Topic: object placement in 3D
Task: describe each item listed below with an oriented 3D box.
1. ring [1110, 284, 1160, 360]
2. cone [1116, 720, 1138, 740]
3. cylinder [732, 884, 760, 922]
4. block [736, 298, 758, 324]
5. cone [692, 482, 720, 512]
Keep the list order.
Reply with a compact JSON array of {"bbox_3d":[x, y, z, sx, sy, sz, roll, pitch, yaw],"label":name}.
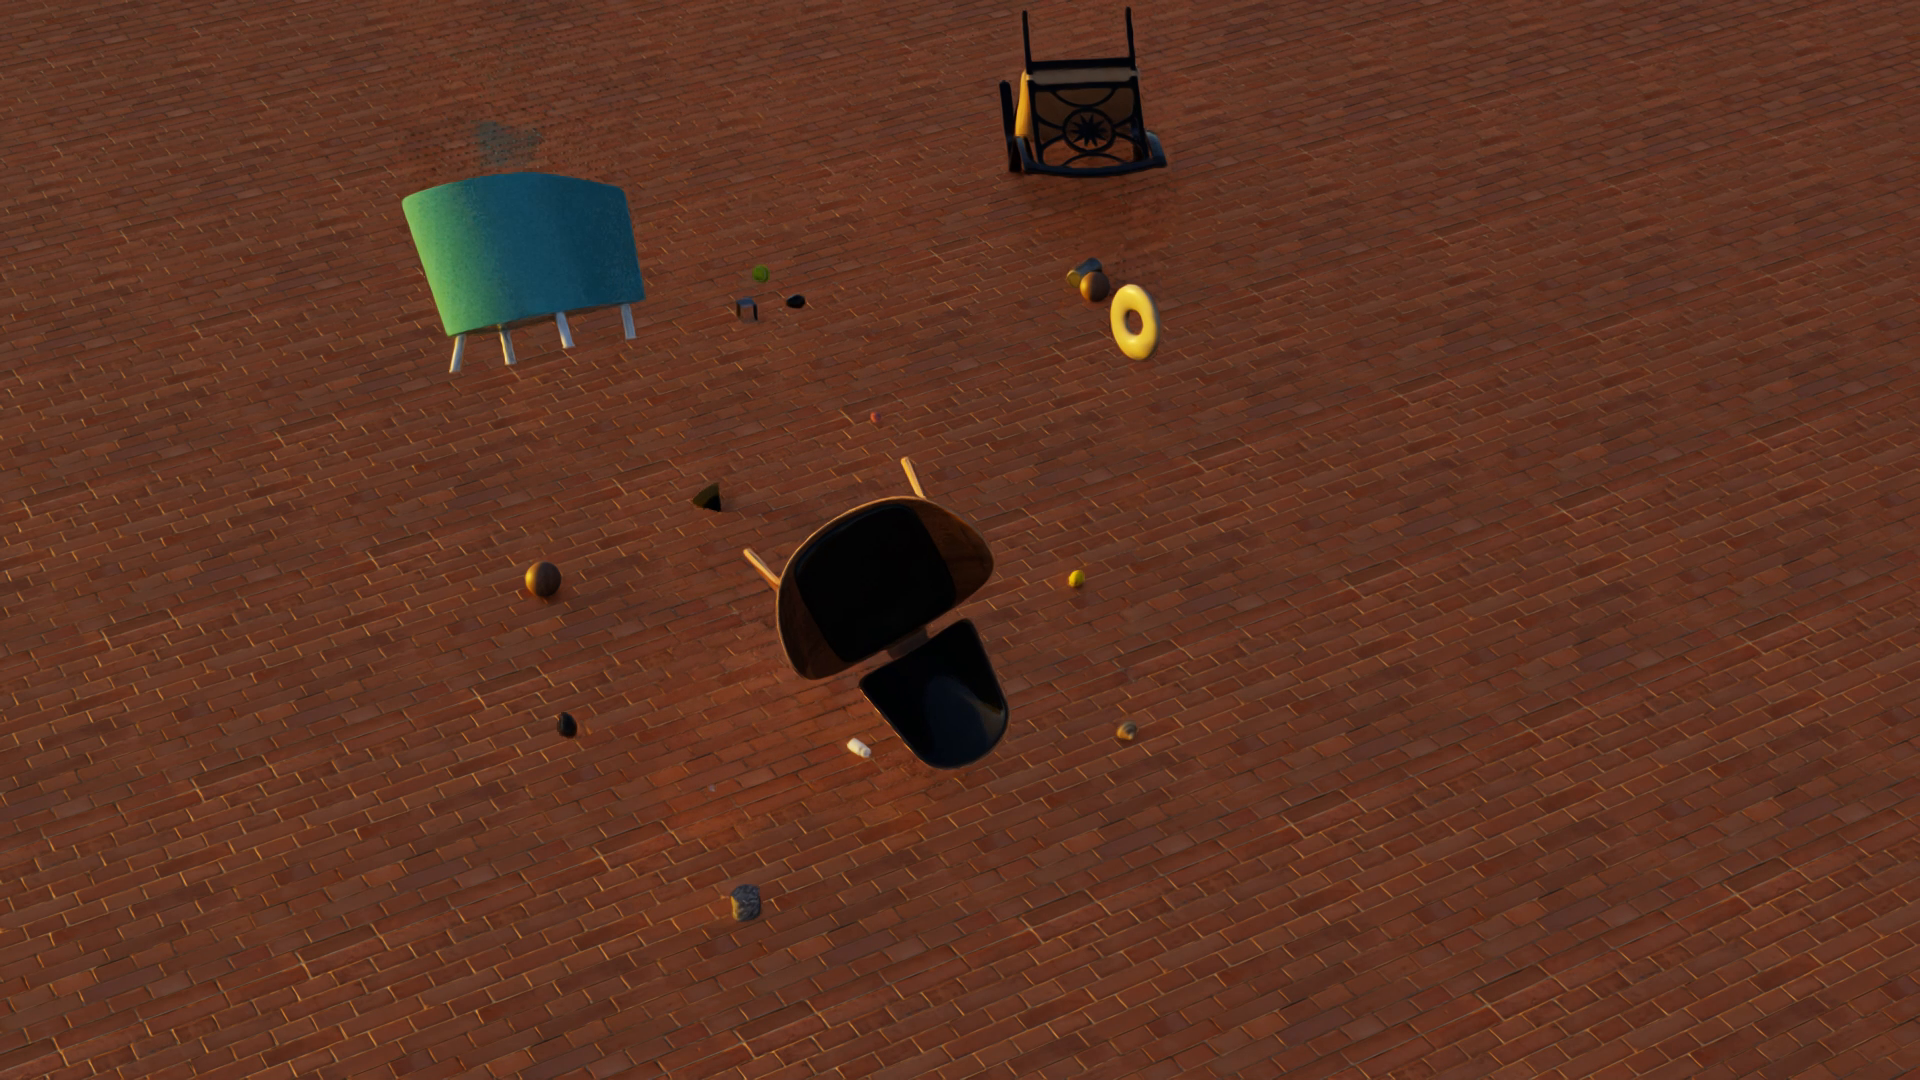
[{"bbox_3d":[0.719,-0.891,12.013,0.045,0.322,0.315,-14,78,-33],"label":"ring"},{"bbox_3d":[0.572,0.655,9.888,0.076,0.084,0.047,-18,53,-8],"label":"cone"},{"bbox_3d":[-0.667,1.133,9.151,0.090,0.082,0.080,-19,38,-26],"label":"cylinder"},{"bbox_3d":[-0.897,-0.964,12.337,0.064,0.077,0.072,-15,36,-22],"label":"block"},{"bbox_3d":[-0.936,-0.141,11.115,0.128,0.109,0.094,-36,77,-12],"label":"cone"}]
